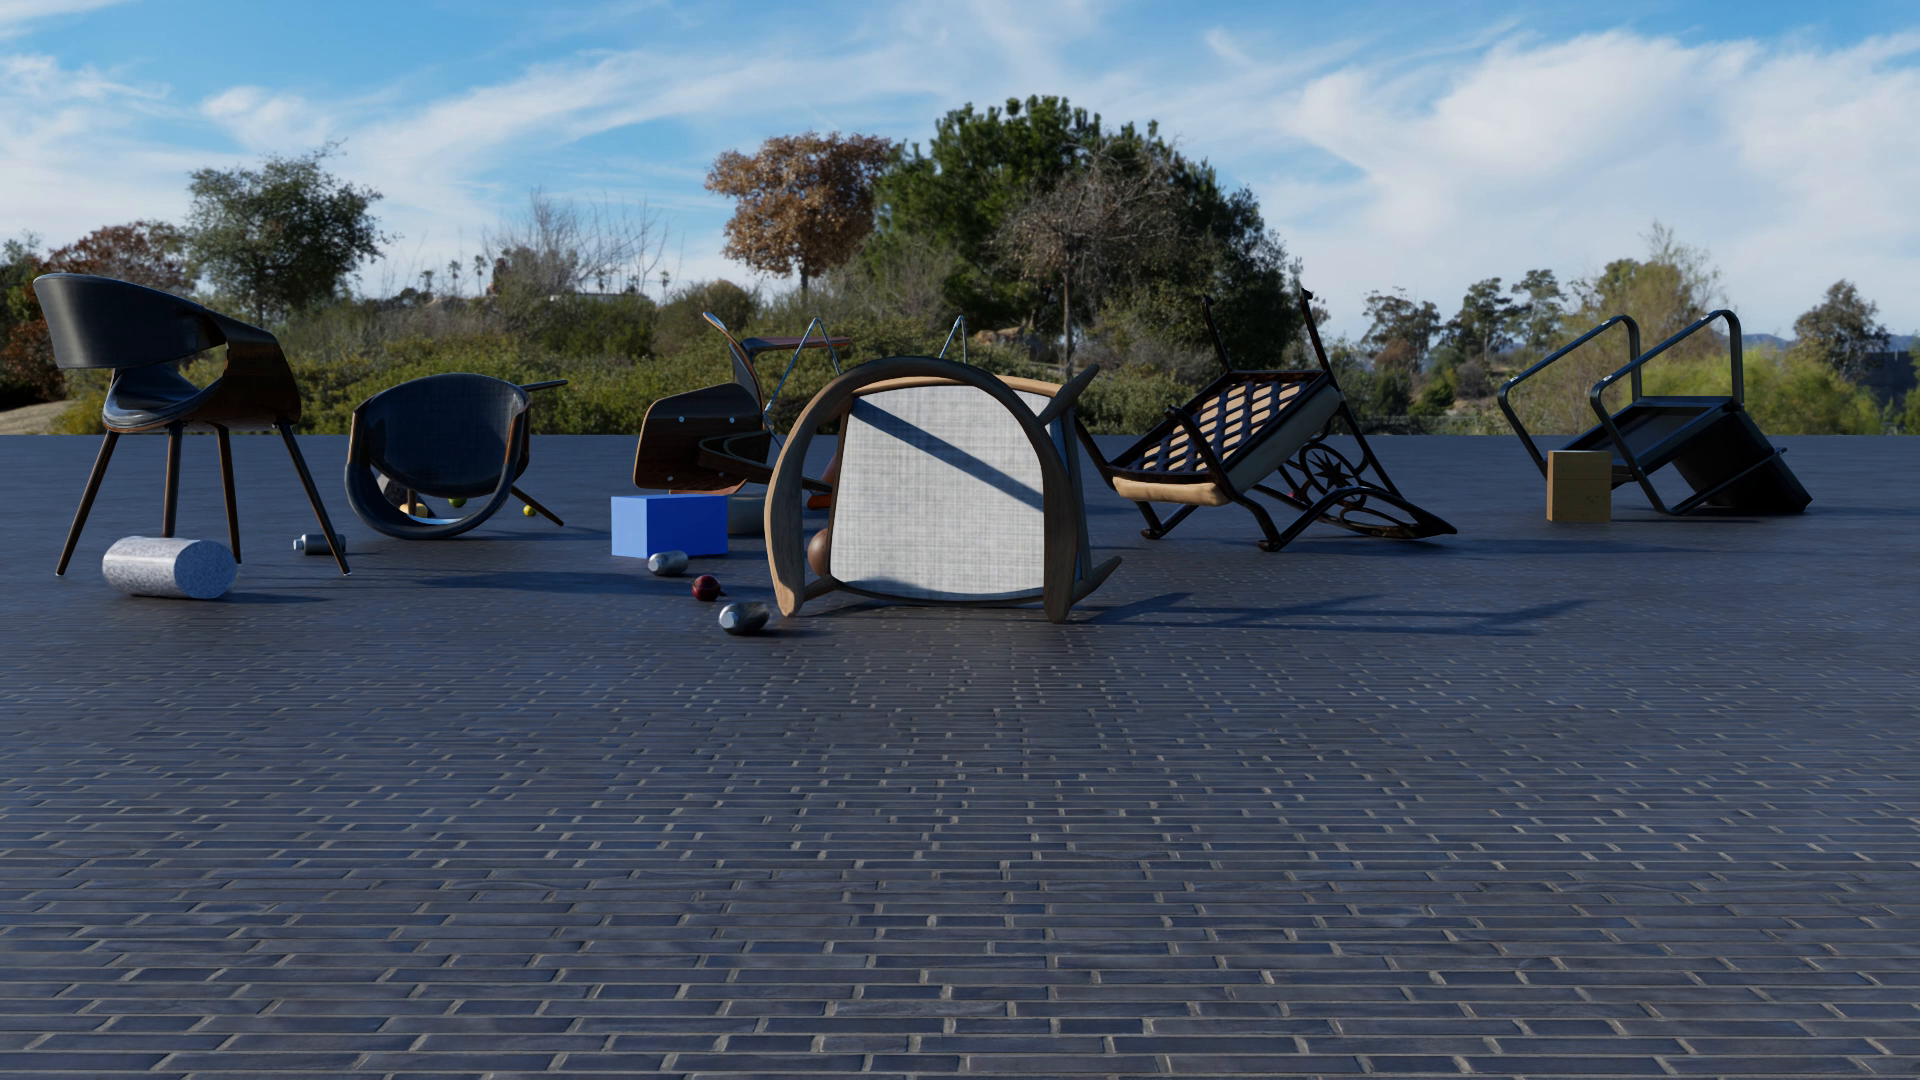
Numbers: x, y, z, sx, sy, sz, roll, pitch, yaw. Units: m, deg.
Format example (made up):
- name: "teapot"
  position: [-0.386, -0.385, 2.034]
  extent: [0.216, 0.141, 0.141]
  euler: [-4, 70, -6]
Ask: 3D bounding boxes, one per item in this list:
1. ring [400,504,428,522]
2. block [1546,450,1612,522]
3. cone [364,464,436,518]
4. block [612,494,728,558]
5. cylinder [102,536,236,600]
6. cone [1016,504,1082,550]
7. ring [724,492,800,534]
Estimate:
- name: "ring"
  position: [-1.859, -0.092, 7.479]
  extent: [0.095, 0.057, 0.213]
  euler: [1, 4, -13]
- name: "block"
  position: [2.121, -0.186, 7.535]
  extent: [0.193, 0.236, 0.165]
  euler: [1, 4, 9]
- name: "cone"
  position: [-1.945, -0.129, 7.741]
  extent: [0.221, 0.200, 0.245]
  euler: [26, -33, -23]
- name: "block"
  position: [-0.789, -0.040, 5.980]
  extent: [0.265, 0.158, 0.166]
  euler: [-4, 5, -42]
- name: "cylinder"
  position: [-1.709, 0.059, 4.757]
  extent: [0.225, 0.127, 0.169]
  euler: [2, 2, 30]
- name: "cone"
  position: [0.212, -0.009, 6.218]
  extent: [0.215, 0.133, 0.171]
  euler: [6, 28, 45]
- name: "ring"
  position: [-0.653, -0.085, 6.963]
  extent: [0.288, 0.114, 0.333]
  euler: [2, 5, 12]
